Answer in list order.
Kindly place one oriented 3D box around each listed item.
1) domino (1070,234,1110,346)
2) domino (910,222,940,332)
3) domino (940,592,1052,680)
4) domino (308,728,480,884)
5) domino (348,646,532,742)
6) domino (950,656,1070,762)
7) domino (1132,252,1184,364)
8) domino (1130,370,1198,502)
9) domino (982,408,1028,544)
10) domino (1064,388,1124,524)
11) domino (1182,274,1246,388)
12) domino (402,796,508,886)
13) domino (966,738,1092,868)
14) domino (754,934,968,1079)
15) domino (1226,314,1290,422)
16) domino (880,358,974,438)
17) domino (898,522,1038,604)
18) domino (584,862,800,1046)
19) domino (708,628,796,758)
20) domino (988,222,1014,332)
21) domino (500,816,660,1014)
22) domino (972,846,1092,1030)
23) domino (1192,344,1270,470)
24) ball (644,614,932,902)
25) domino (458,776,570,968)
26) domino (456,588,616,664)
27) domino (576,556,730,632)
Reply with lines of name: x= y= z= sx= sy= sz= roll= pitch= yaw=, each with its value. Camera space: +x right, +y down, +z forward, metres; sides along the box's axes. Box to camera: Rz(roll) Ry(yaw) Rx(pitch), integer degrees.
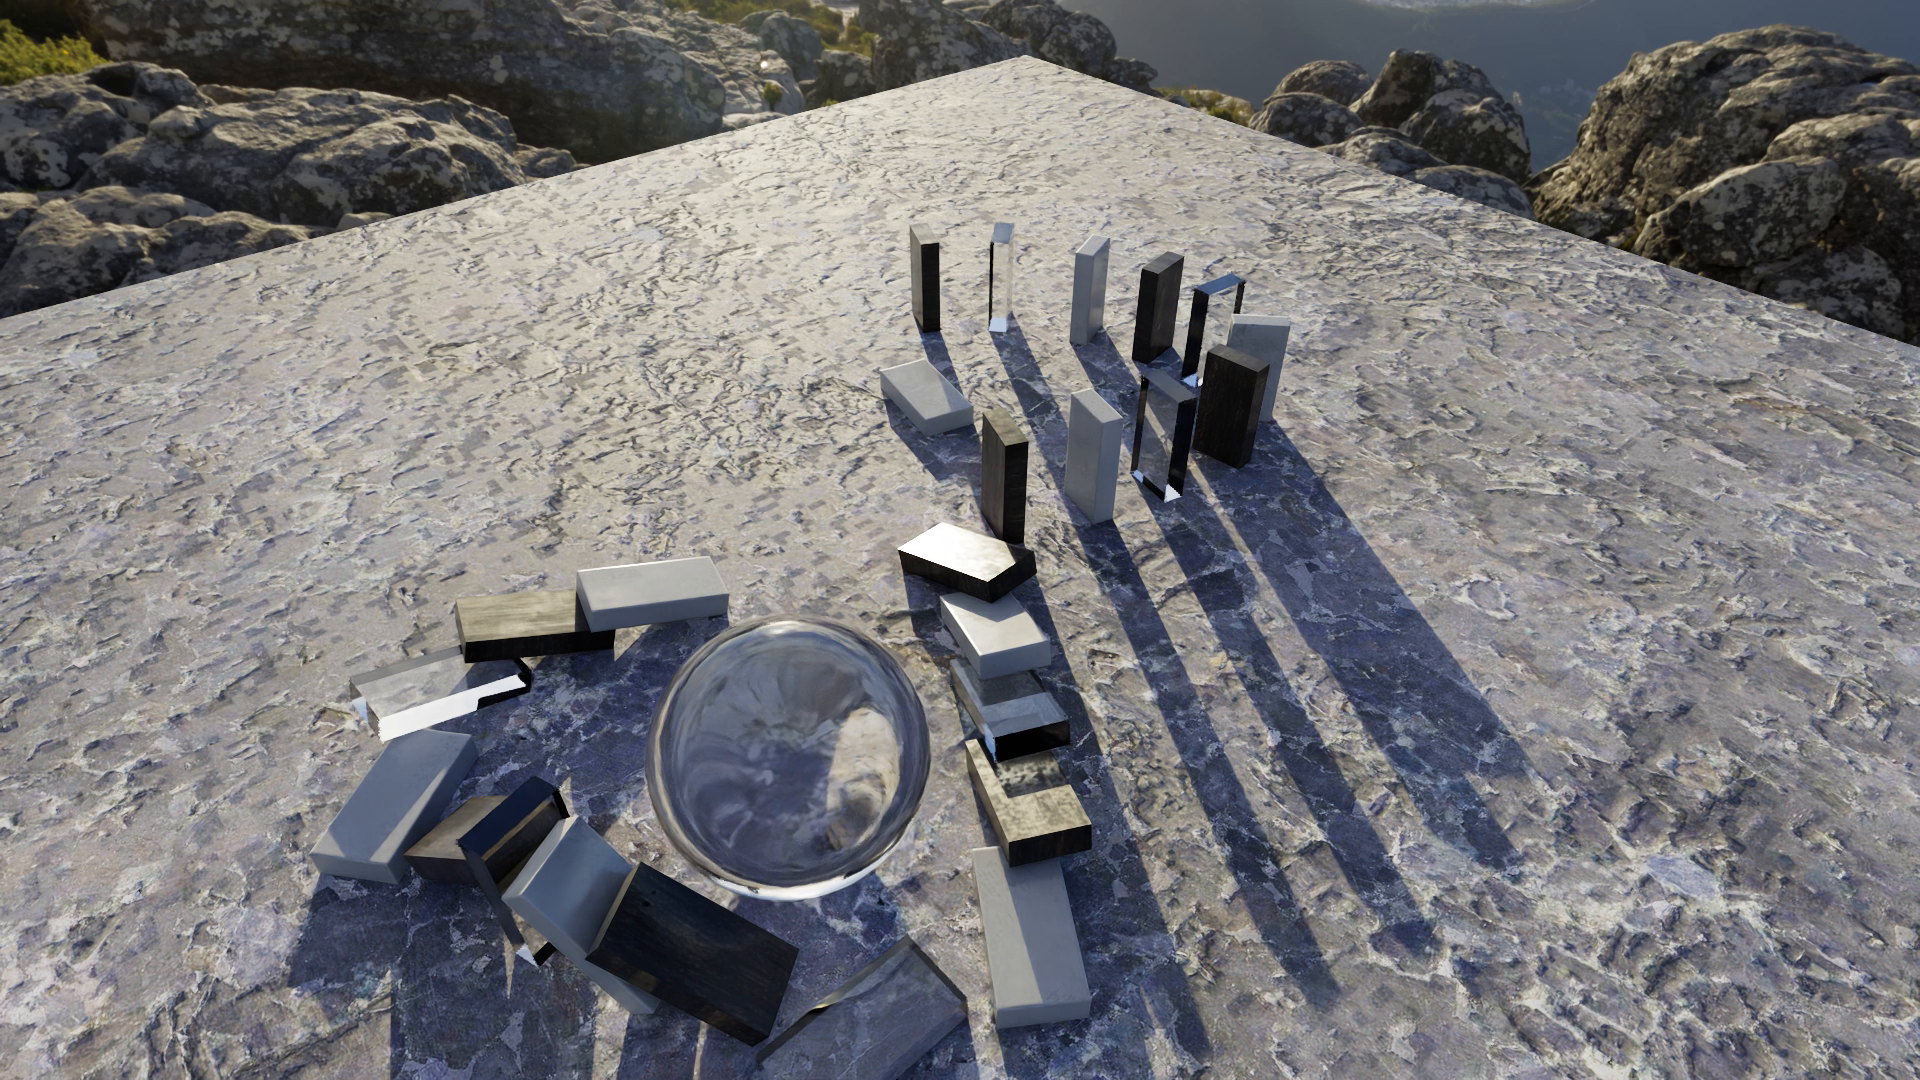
domino: x=0.067 y=-0.129 z=0.569 sx=0.010 sy=0.050 sz=0.025 roll=17 pitch=42 yaw=19
domino: x=-0.018 y=-0.138 z=0.580 sx=0.010 sy=0.050 sz=0.025 roll=-10 pitch=40 yaw=-12
domino: x=0.012 y=0.032 z=0.393 sx=0.025 sy=0.009 sz=0.050 roll=-11 pitch=24 yaw=-13
domino: x=-0.175 y=0.082 z=0.344 sx=0.025 sy=0.010 sz=0.050 roll=6 pitch=40 yaw=7
domino: x=-0.176 y=0.049 z=0.374 sx=0.050 sy=0.010 sz=0.025 roll=-18 pitch=41 yaw=-43
domino: x=0.016 y=0.054 z=0.368 sx=0.025 sy=0.009 sz=0.050 roll=-11 pitch=26 yaw=-13
domino: x=0.099 y=-0.117 z=0.554 sx=0.009 sy=0.050 sz=0.025 roll=27 pitch=46 yaw=29
domino: x=0.086 y=-0.044 z=0.465 sx=0.009 sy=0.050 sz=0.025 roll=-19 pitch=43 yaw=-22
domino: x=0.018 y=-0.025 z=0.442 sx=0.009 sy=0.050 sz=0.025 roll=-13 pitch=41 yaw=-15
domino: x=0.055 y=-0.034 z=0.453 sx=0.010 sy=0.050 sz=0.025 roll=-16 pitch=42 yaw=-19
domino: x=0.123 y=-0.102 z=0.536 sx=0.025 sy=0.050 sz=0.009 roll=-26 pitch=46 yaw=-28
domino: x=-0.139 y=0.086 z=0.317 sx=0.050 sy=0.010 sz=0.025 roll=-14 pitch=23 yaw=44
domino: x=0.020 y=0.078 z=0.339 sx=0.025 sy=0.009 sz=0.050 roll=-9 pitch=27 yaw=-11
domino: x=-0.025 y=0.129 z=0.286 sx=0.050 sy=0.010 sz=0.025 roll=-30 pitch=48 yaw=-31
domino: x=0.135 y=-0.079 z=0.508 sx=0.025 sy=0.050 sz=0.010 roll=4 pitch=39 yaw=5
domino: x=-0.016 y=-0.069 z=0.527 sx=0.025 sy=0.010 sz=0.050 roll=-19 pitch=43 yaw=-21
domino: x=0.002 y=0.008 z=0.423 sx=0.025 sy=0.009 sz=0.050 roll=-32 pitch=34 yaw=-34
domino: x=-0.069 y=0.109 z=0.289 sx=0.050 sy=0.010 sz=0.025 roll=35 pitch=39 yaw=-14
domino: x=-0.071 y=0.052 z=0.380 sx=0.025 sy=0.010 sz=0.050 roll=-2 pitch=39 yaw=-3
domino: x=0.022 y=-0.139 z=0.581 sx=0.009 sy=0.050 sz=0.025 roll=6 pitch=40 yaw=7
domino: x=-0.094 y=0.100 z=0.292 sx=0.010 sy=0.050 sz=0.025 roll=-20 pitch=27 yaw=34
domino: x=0.019 y=0.110 z=0.310 sx=0.025 sy=0.009 sz=0.050 roll=-5 pitch=40 yaw=-6
domino: x=0.118 y=-0.058 z=0.482 sx=0.025 sy=0.050 sz=0.009 roll=32 pitch=49 yaw=33
ball: x=-0.048 y=0.061 z=0.313 sx=0.080 sy=0.080 sz=0.080 roll=0 pitch=39 yaw=0
domino: x=-0.116 y=0.091 z=0.300 sx=0.009 sy=0.050 sz=0.025 roll=19 pitch=43 yaw=27
domino: x=-0.153 y=0.030 z=0.396 sx=0.050 sy=0.010 sz=0.025 roll=-4 pitch=36 yaw=-31
domino: x=-0.115 y=0.020 z=0.410 sx=0.050 sy=0.010 sz=0.025 roll=-7 pitch=38 yaw=-29
